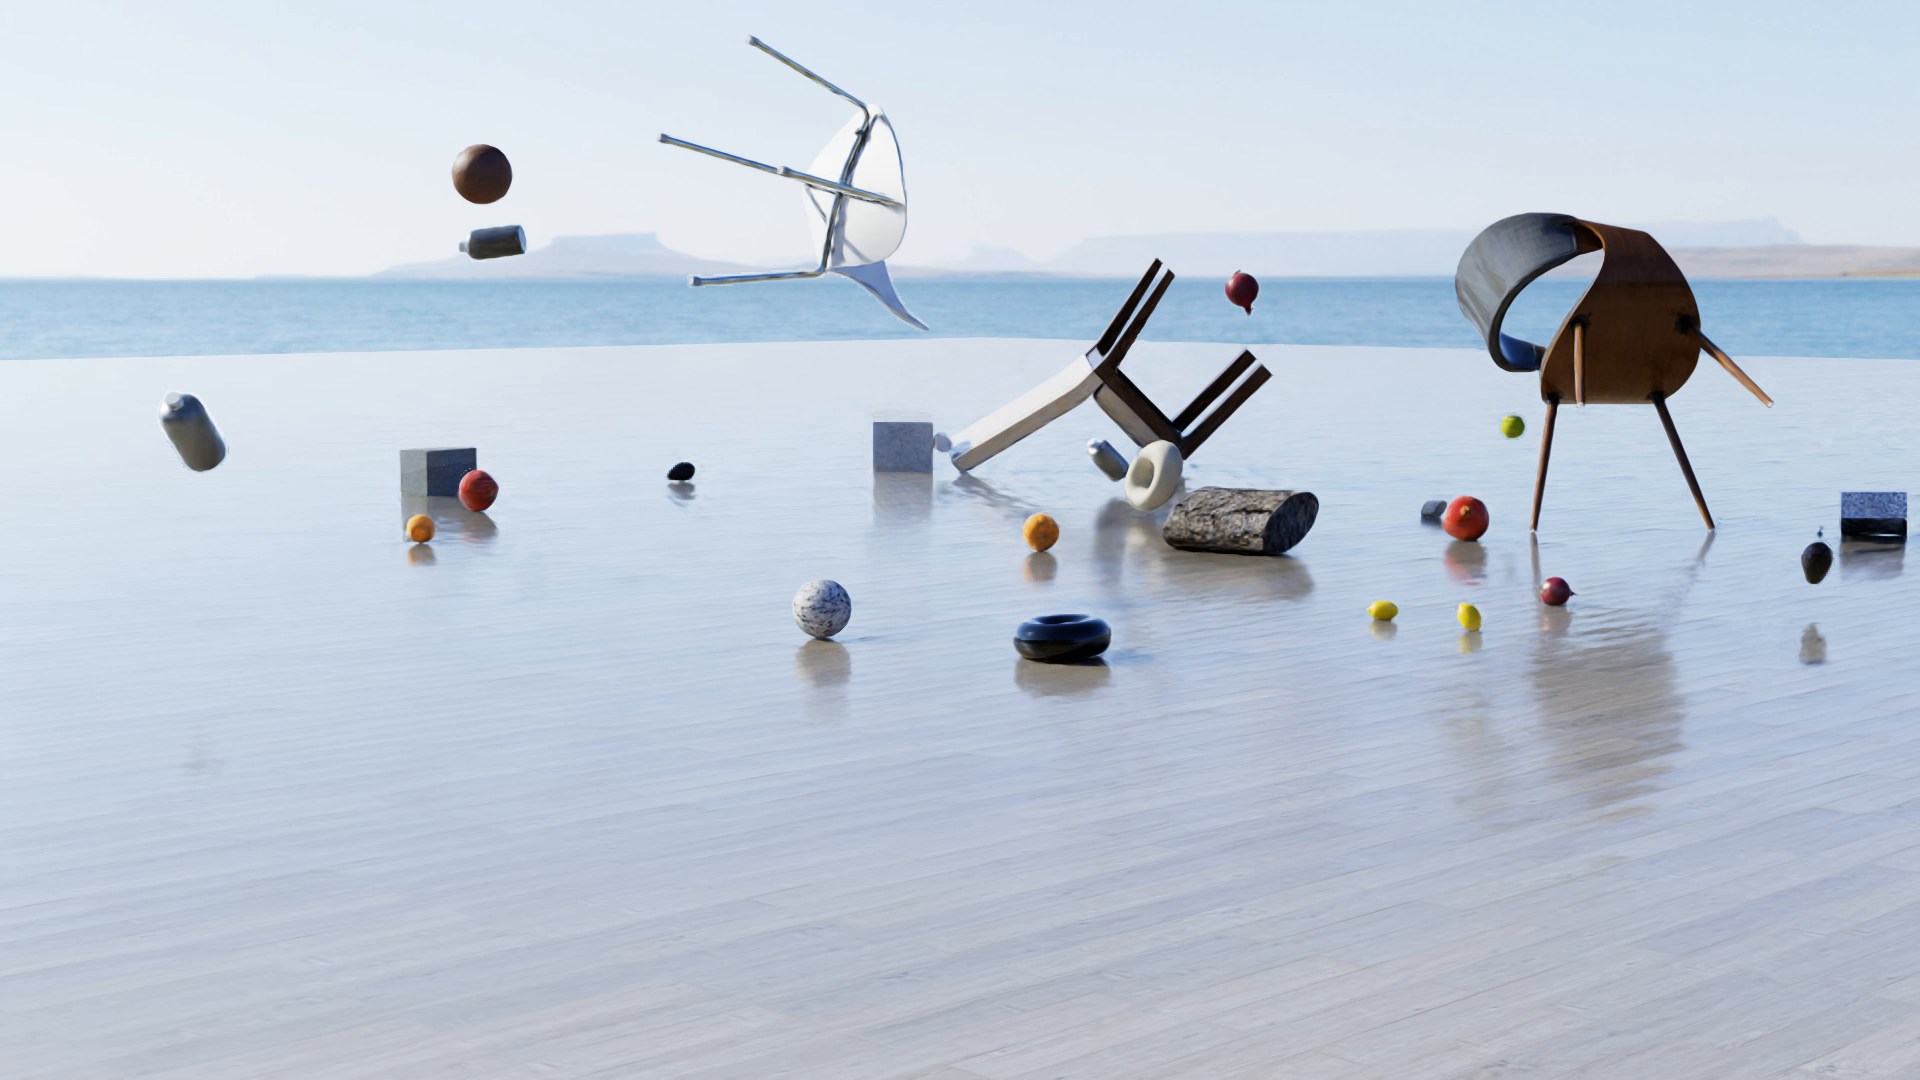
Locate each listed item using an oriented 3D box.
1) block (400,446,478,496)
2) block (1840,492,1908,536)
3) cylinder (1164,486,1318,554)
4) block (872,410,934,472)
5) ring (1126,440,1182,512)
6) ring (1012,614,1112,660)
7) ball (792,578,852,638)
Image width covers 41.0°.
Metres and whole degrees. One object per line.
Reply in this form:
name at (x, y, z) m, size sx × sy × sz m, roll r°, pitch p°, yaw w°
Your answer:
block at (-1.581, -0.210, 7.787) m, size 0.114 × 0.135 × 0.209 m, roll 4°, pitch 7°, yaw 34°
block at (2.321, -0.067, 6.514) m, size 0.156 × 0.073 × 0.096 m, roll 2°, pitch -25°, yaw 22°
cylinder at (0.680, -0.049, 6.199) m, size 0.269 × 0.124 × 0.289 m, roll 4°, pitch 22°, yaw 35°
block at (-0.196, -0.337, 8.728) m, size 0.203 × 0.171 × 0.227 m, roll 0°, pitch 12°, yaw -2°
ring at (0.530, -0.175, 7.021) m, size 0.081 × 0.232 × 0.154 m, roll -2°, pitch 50°, yaw -34°
ring at (0.178, 0.169, 4.455) m, size 0.173 × 0.064 × 0.208 m, roll -2°, pitch 5°, yaw 10°
ball at (-0.252, 0.124, 4.677) m, size 0.108 × 0.108 × 0.108 m, roll 0°, pitch 6°, yaw 0°
